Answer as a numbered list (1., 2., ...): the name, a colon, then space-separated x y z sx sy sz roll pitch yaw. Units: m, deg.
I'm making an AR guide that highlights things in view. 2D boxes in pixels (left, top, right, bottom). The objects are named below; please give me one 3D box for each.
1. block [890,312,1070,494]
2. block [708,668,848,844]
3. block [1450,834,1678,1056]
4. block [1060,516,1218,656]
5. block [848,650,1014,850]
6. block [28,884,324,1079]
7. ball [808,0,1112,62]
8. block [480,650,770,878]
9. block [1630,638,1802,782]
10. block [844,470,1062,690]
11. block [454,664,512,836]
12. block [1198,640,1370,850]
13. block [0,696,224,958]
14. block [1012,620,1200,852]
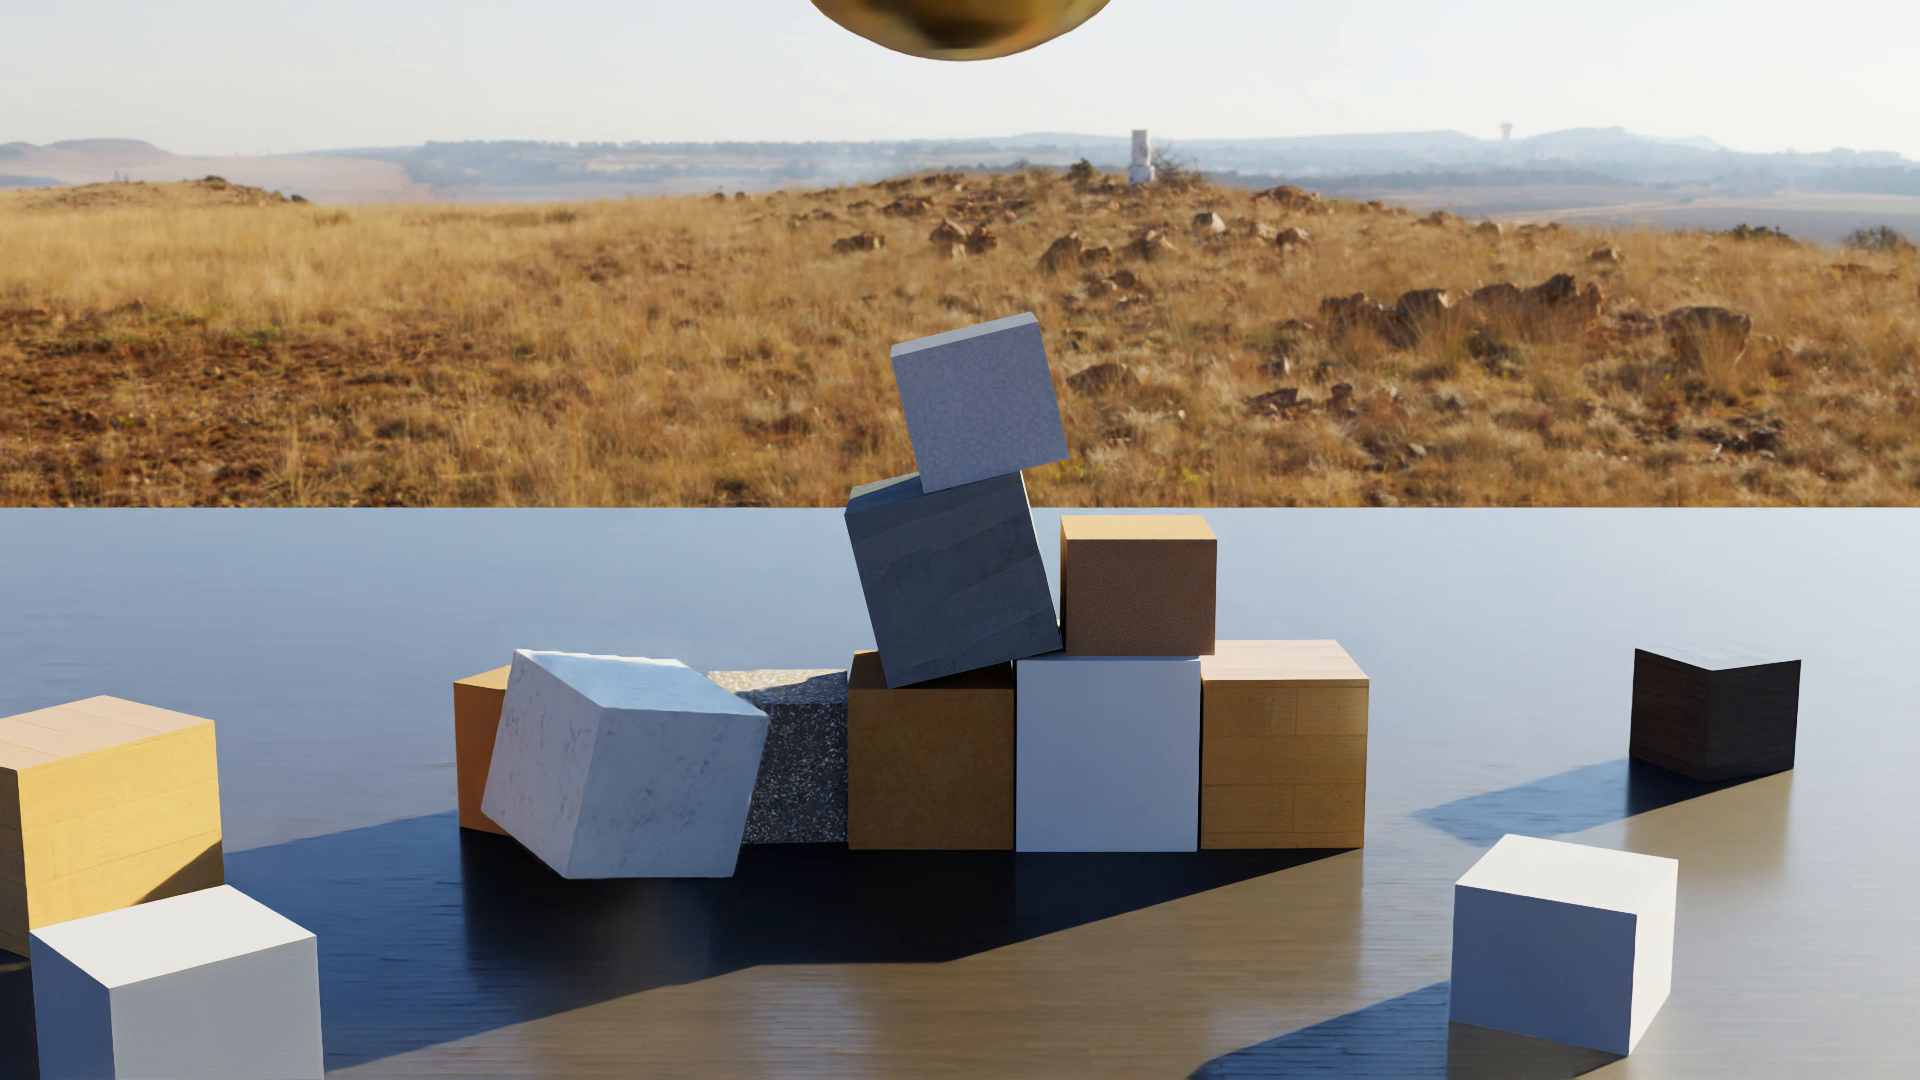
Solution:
1. block: 0.095 -0.702 11.049 0.736 0.689 0.676 -14 10 1
2. block: -0.945 1.113 11.420 0.731 0.724 0.724 -1 10 -3
3. block: 2.469 1.631 8.977 0.713 0.579 0.744 6 12 29
4. block: 0.895 0.223 11.218 0.739 0.589 0.702 0 10 0
5. block: -0.146 1.070 11.369 0.825 0.827 0.841 0 10 0
6. block: -2.797 1.755 7.870 0.736 0.732 0.734 -9 14 -41
7. ball: 0.000 -2.475 7.611 1.600 1.600 1.600 0 10 0
8. block: -1.619 1.077 10.594 0.921 0.820 0.889 7 11 -40
9. block: 4.295 0.956 12.528 0.651 0.636 0.614 -5 11 -24
10. block: -0.030 0.128 11.220 0.884 0.898 0.891 -13 10 2
11. block: -2.109 1.082 11.467 0.713 0.768 0.716 6 12 29
12. block: 1.606 1.041 11.398 0.823 0.873 0.874 0 10 -2
13. block: -4.093 1.287 10.115 0.846 0.849 0.999 7 12 34
14. block: 0.732 0.993 11.368 0.905 0.980 0.934 0 10 0
